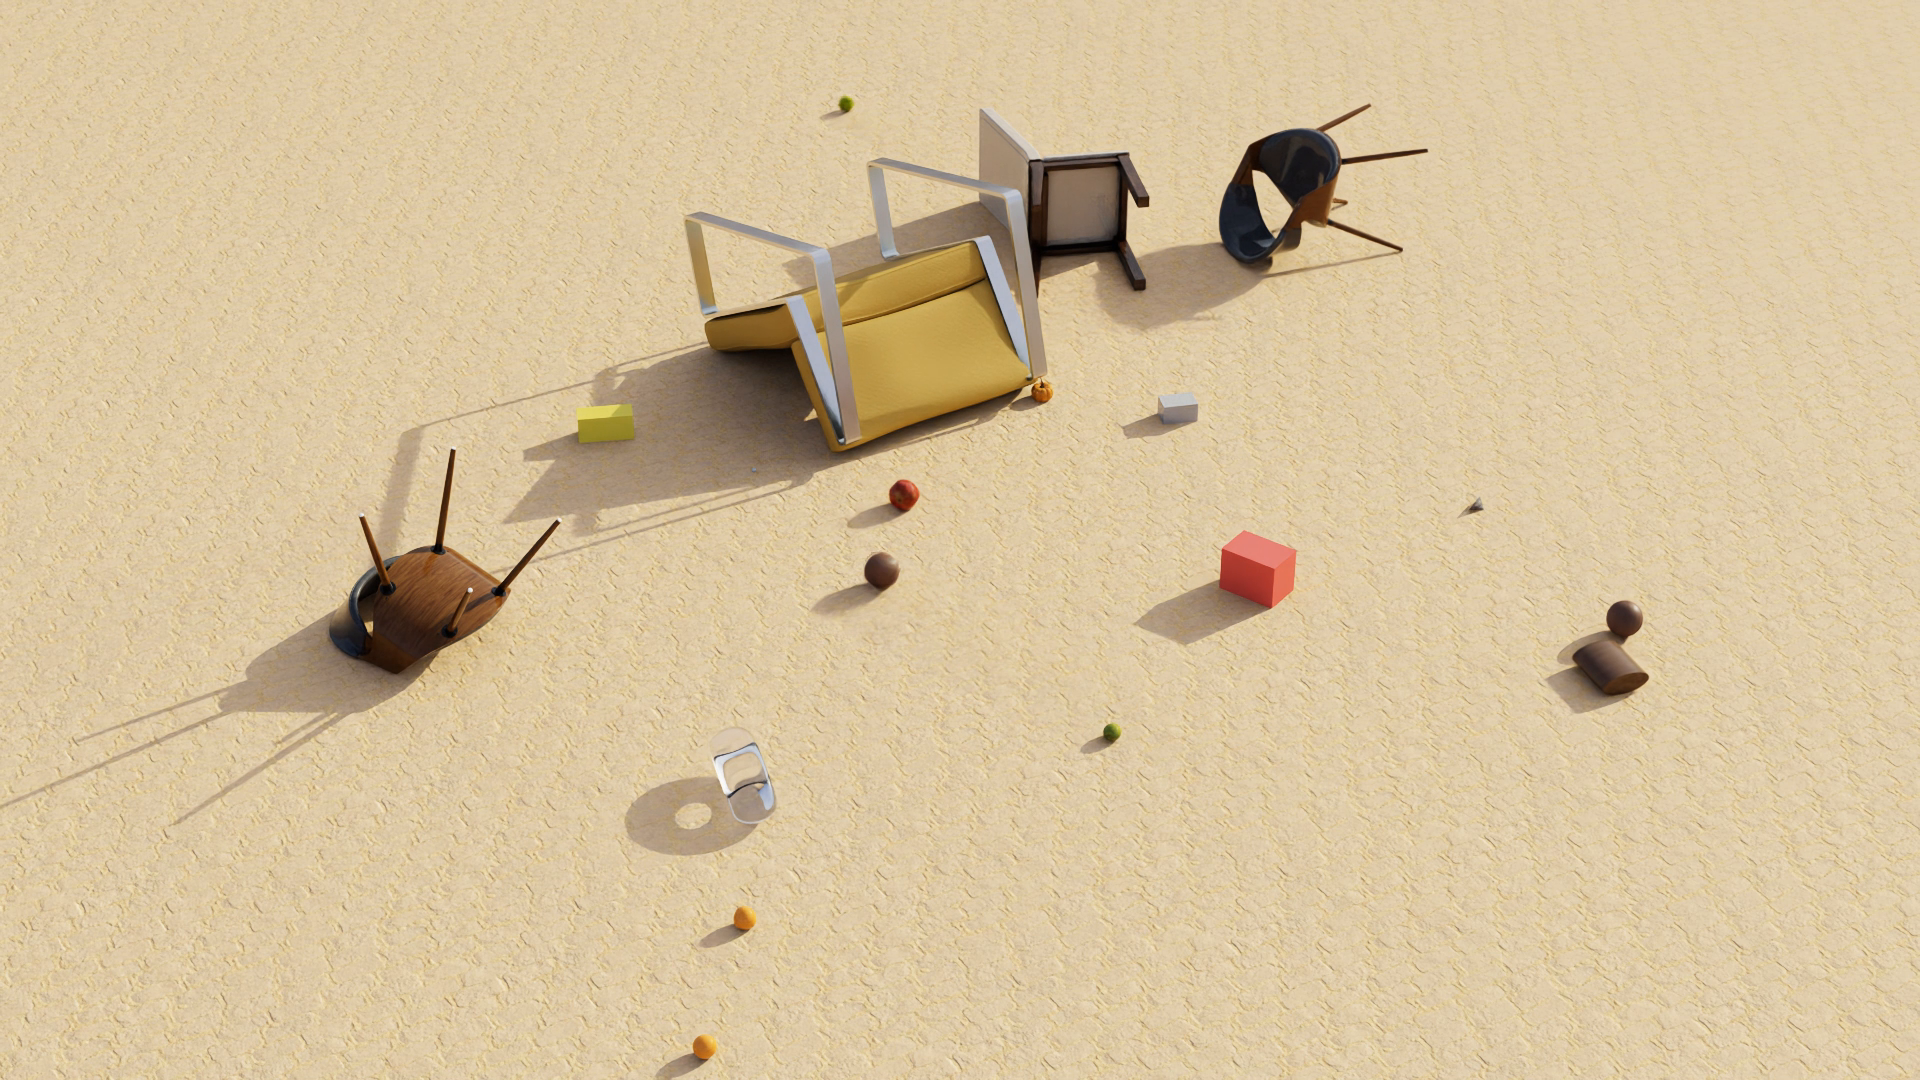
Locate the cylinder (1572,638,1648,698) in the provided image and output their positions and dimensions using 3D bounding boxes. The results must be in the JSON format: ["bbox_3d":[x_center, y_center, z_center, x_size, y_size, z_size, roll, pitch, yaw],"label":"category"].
[{"bbox_3d":[2.262,0.443,10.197,0.184,0.083,0.207,-15,42,-12],"label":"cylinder"}]

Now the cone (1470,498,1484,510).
[{"bbox_3d":[1.969,-0.128,11.120,0.045,0.046,0.094,39,42,8],"label":"cone"}]

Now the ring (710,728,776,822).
[{"bbox_3d":[-0.712,0.769,9.624,0.153,0.173,0.420,-19,45,-8],"label":"ring"}]

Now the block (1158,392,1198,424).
[{"bbox_3d":[0.866,-0.523,11.665,0.140,0.080,0.094,-7,34,-10],"label":"block"}]

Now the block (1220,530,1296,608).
[{"bbox_3d":[1.079,0.106,10.627,0.224,0.173,0.150,22,39,30],"label":"block"}]

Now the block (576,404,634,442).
[{"bbox_3d":[-1.396,-0.459,11.544,0.216,0.107,0.090,-5,34,-7],"label":"block"}]
